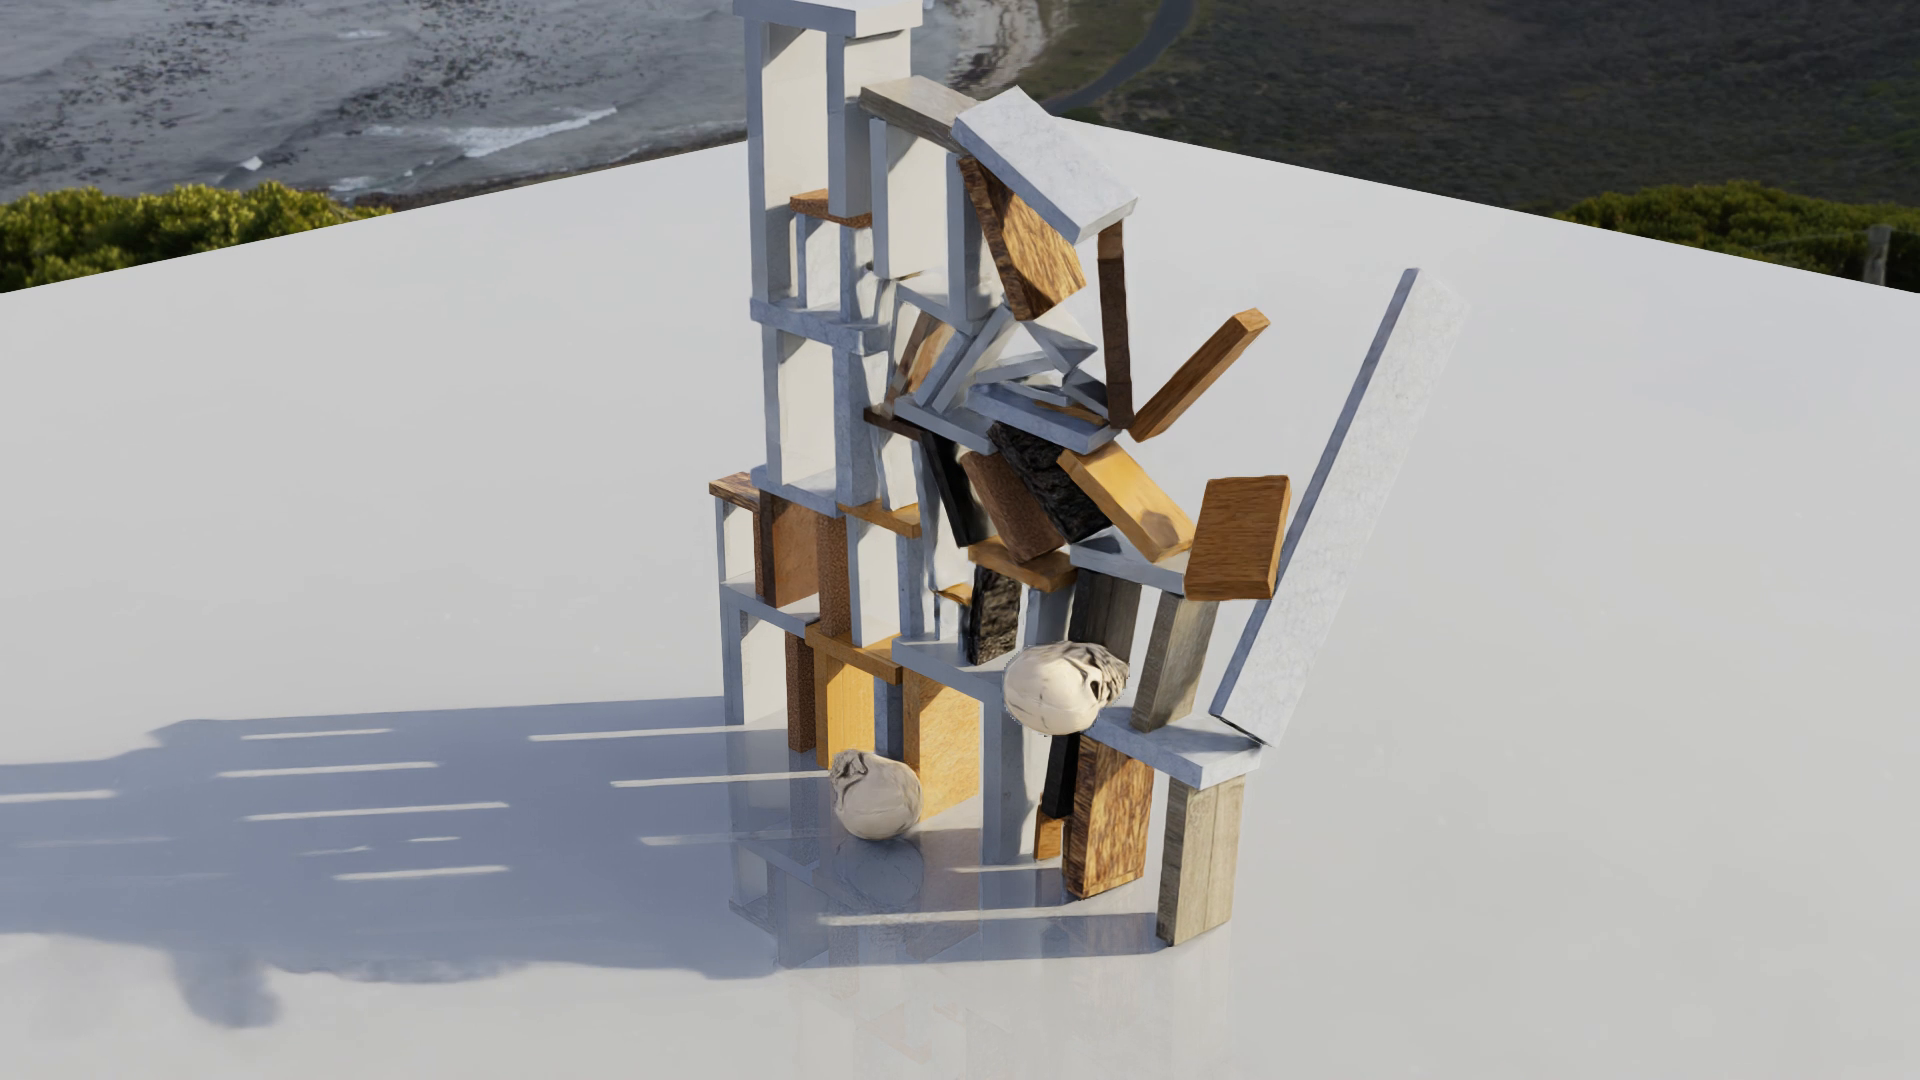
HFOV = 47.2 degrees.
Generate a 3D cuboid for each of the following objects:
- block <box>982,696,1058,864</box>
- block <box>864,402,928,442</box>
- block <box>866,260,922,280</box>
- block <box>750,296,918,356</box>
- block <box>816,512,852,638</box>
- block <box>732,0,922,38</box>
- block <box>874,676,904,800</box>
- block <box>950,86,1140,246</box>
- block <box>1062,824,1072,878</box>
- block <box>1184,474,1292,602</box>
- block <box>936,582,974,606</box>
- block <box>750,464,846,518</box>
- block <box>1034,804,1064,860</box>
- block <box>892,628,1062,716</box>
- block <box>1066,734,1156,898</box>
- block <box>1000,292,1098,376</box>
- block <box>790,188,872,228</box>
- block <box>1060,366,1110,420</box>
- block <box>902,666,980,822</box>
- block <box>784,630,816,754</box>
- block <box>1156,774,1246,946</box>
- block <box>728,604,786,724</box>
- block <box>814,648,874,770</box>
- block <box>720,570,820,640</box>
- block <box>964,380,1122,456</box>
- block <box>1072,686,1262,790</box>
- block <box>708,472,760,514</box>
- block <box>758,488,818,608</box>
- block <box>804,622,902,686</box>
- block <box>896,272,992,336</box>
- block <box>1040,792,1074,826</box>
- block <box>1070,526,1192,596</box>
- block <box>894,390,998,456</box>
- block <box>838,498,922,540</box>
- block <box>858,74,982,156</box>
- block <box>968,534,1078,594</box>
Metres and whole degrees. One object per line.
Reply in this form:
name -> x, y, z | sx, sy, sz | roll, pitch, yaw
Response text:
block -> 0.121, 0.446, 4.281 | 0.047, 0.334, 0.167 | 21, 31, 41
block -> -0.097, -0.229, 4.230 | 0.171, 0.024, 0.085 | 23, 32, 40
block -> -0.123, -0.511, 4.145 | 0.050, 0.014, 0.101 | -21, 32, -40
block -> -0.246, -0.436, 4.306 | 0.321, 0.046, 0.161 | 21, 31, 41
block -> -0.230, 0.053, 4.499 | 0.037, 0.267, 0.130 | 20, 30, 41
block -> -0.248, -0.988, 4.079 | 0.337, 0.048, 0.168 | 21, 31, 40
block -> -0.113, 0.385, 4.507 | 0.039, 0.272, 0.136 | 21, 31, 41
block -> 0.144, -0.638, 3.738 | 0.152, 0.043, 0.304 | -33, 69, -34
block -> 0.223, 0.592, 4.227 | 0.054, 0.109, 0.015 | -17, 28, -34
block -> 0.481, -0.006, 3.794 | 0.144, 0.041, 0.287 | -2, 38, 19
block -> -0.004, 0.100, 4.274 | 0.050, 0.014, 0.100 | -21, 31, -40
block -> -0.294, -0.112, 4.498 | 0.259, 0.037, 0.130 | 21, 31, 40
block -> 0.173, 0.565, 4.281 | 0.054, 0.109, 0.015 | -6, 19, -32
block -> 0.042, 0.240, 4.280 | 0.167, 0.047, 0.334 | -21, 31, -41
block -> 0.288, 0.504, 4.146 | 0.161, 0.321, 0.046 | -12, 26, -38
block -> 0.160, -0.388, 3.931 | 0.091, 0.182, 0.026 | -38, -1, -45
block -> -0.227, -0.634, 4.198 | 0.186, 0.026, 0.093 | 22, 31, 39
block -> 0.245, -0.259, 3.954 | 0.134, 0.019, 0.067 | 32, 36, -13
block -> -0.037, 0.385, 4.427 | 0.167, 0.334, 0.047 | -21, 31, -40
block -> -0.304, 0.303, 4.691 | 0.040, 0.279, 0.139 | 21, 31, 41
block -> 0.439, 0.563, 4.005 | 0.161, 0.321, 0.046 | -14, 25, -41
block -> -0.436, 0.251, 4.812 | 0.040, 0.279, 0.140 | 21, 31, 41
block -> -0.241, 0.334, 4.625 | 0.039, 0.272, 0.136 | 21, 31, 41
block -> -0.370, 0.130, 4.689 | 0.279, 0.040, 0.140 | 21, 31, 41
block -> 0.154, -0.237, 4.021 | 0.262, 0.037, 0.131 | 23, 32, 25
block -> 0.375, 0.359, 4.020 | 0.161, 0.046, 0.321 | -14, 26, -40
block -> -0.437, -0.098, 4.663 | 0.094, 0.027, 0.187 | -21, 31, -41
block -> -0.353, 0.001, 4.610 | 0.037, 0.259, 0.130 | 20, 30, 41
block -> -0.177, 0.217, 4.505 | 0.272, 0.039, 0.136 | 21, 31, 41
block -> -0.016, -0.436, 4.054 | 0.190, 0.027, 0.095 | 32, 37, 32
block -> 0.204, 0.514, 4.243 | 0.054, 0.015, 0.109 | -7, 25, -28
block -> 0.351, 0.039, 3.958 | 0.277, 0.039, 0.139 | 16, 23, 37
block -> 0.000, -0.228, 4.127 | 0.229, 0.032, 0.114 | 26, 34, 32
block -> -0.128, -0.059, 4.337 | 0.107, 0.030, 0.213 | -21, 31, -40
block -> -0.026, -0.758, 3.937 | 0.147, 0.042, 0.293 | -21, 41, -41
block -> 0.126, 0.040, 4.108 | 0.211, 0.030, 0.106 | 22, 31, 40
